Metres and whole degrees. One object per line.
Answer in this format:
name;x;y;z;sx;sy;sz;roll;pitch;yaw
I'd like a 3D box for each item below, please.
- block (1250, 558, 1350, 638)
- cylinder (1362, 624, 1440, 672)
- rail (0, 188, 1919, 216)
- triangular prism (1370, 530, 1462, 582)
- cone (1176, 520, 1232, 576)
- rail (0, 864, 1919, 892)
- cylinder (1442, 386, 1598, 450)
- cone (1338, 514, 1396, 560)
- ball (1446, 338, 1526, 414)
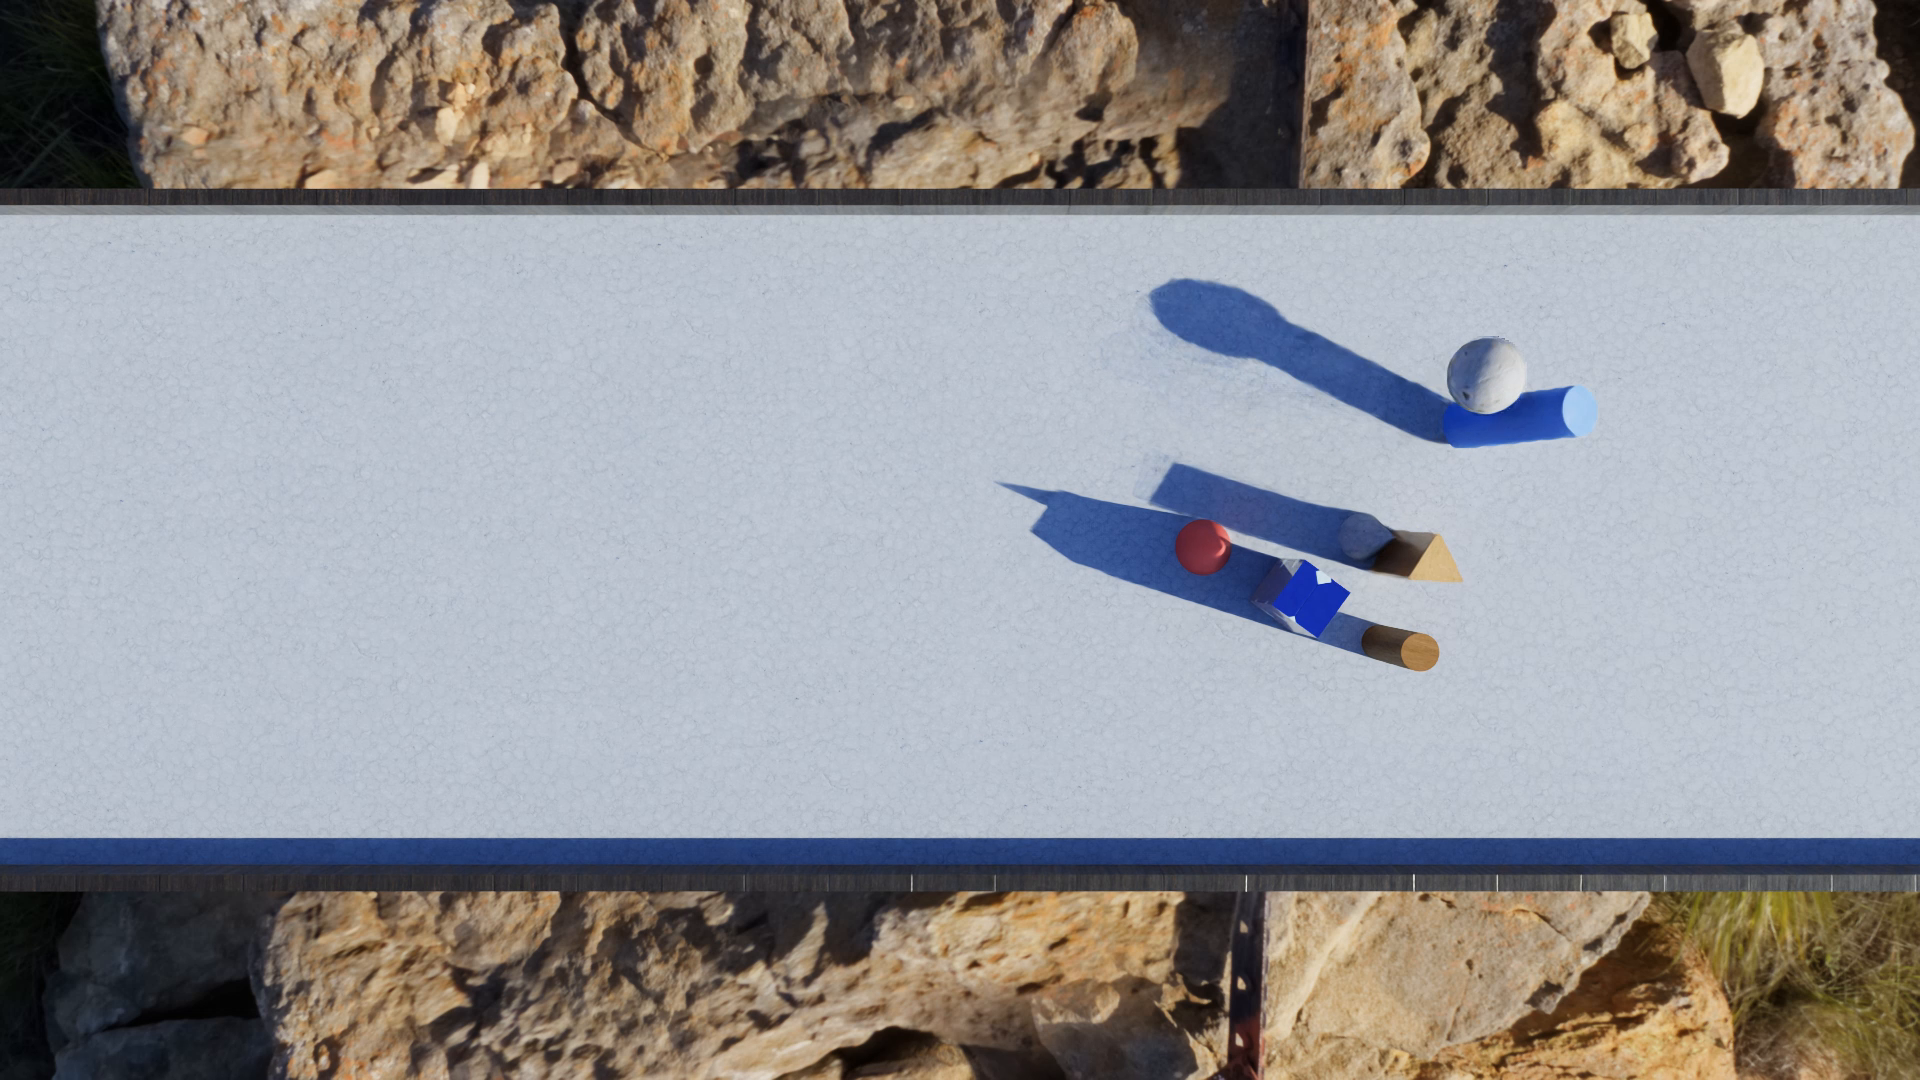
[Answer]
block;1.001;0.168;4.887;0.161;0.379;0.161;36;90;0
cylinder;1.290;0.315;4.849;0.108;0.456;0.108;0;90;0
rail;-2.247;-1.025;5.002;12.000;0.150;0.050;0;90;0
triangular prism;1.348;0.041;4.878;0.153;0.385;0.133;3;92;-3
cone;0.749;0.022;4.890;0.173;0.373;0.173;0;90;0
rail;-2.247;1.025;5.001;12.000;0.150;0.050;0;90;0
cylinder;1.639;-0.357;4.848;0.145;0.446;0.145;1;88;-30
cone;1.246;-0.009;4.911;0.146;0.323;0.146;0;90;-3
ball;1.495;-0.466;4.689;0.216;0.216;0.216;0;90;0
